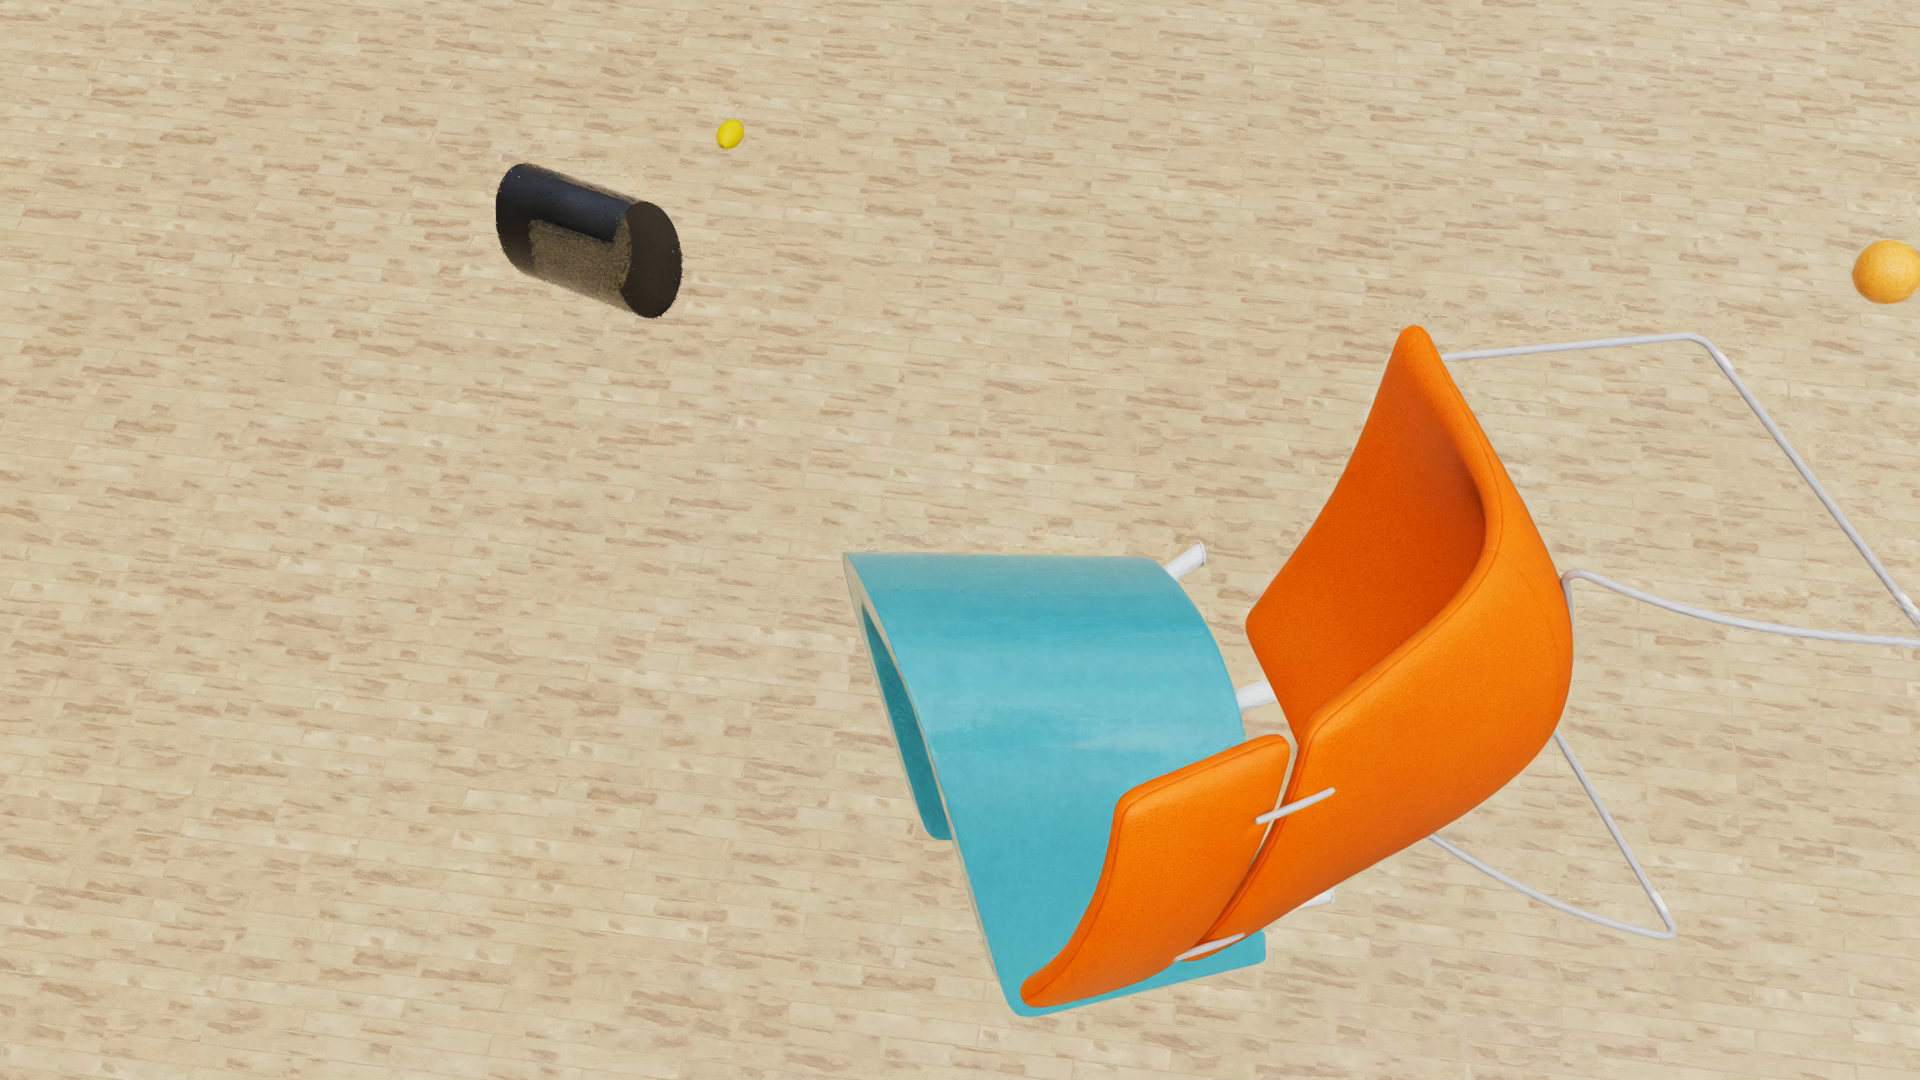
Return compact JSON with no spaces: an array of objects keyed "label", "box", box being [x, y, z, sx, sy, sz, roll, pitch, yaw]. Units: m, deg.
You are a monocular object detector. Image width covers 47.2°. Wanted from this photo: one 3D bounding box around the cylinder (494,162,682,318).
[{"label":"cylinder","box":[-0.756,-0.611,4.486,0.308,0.289,0.191,21,63,26]}]
